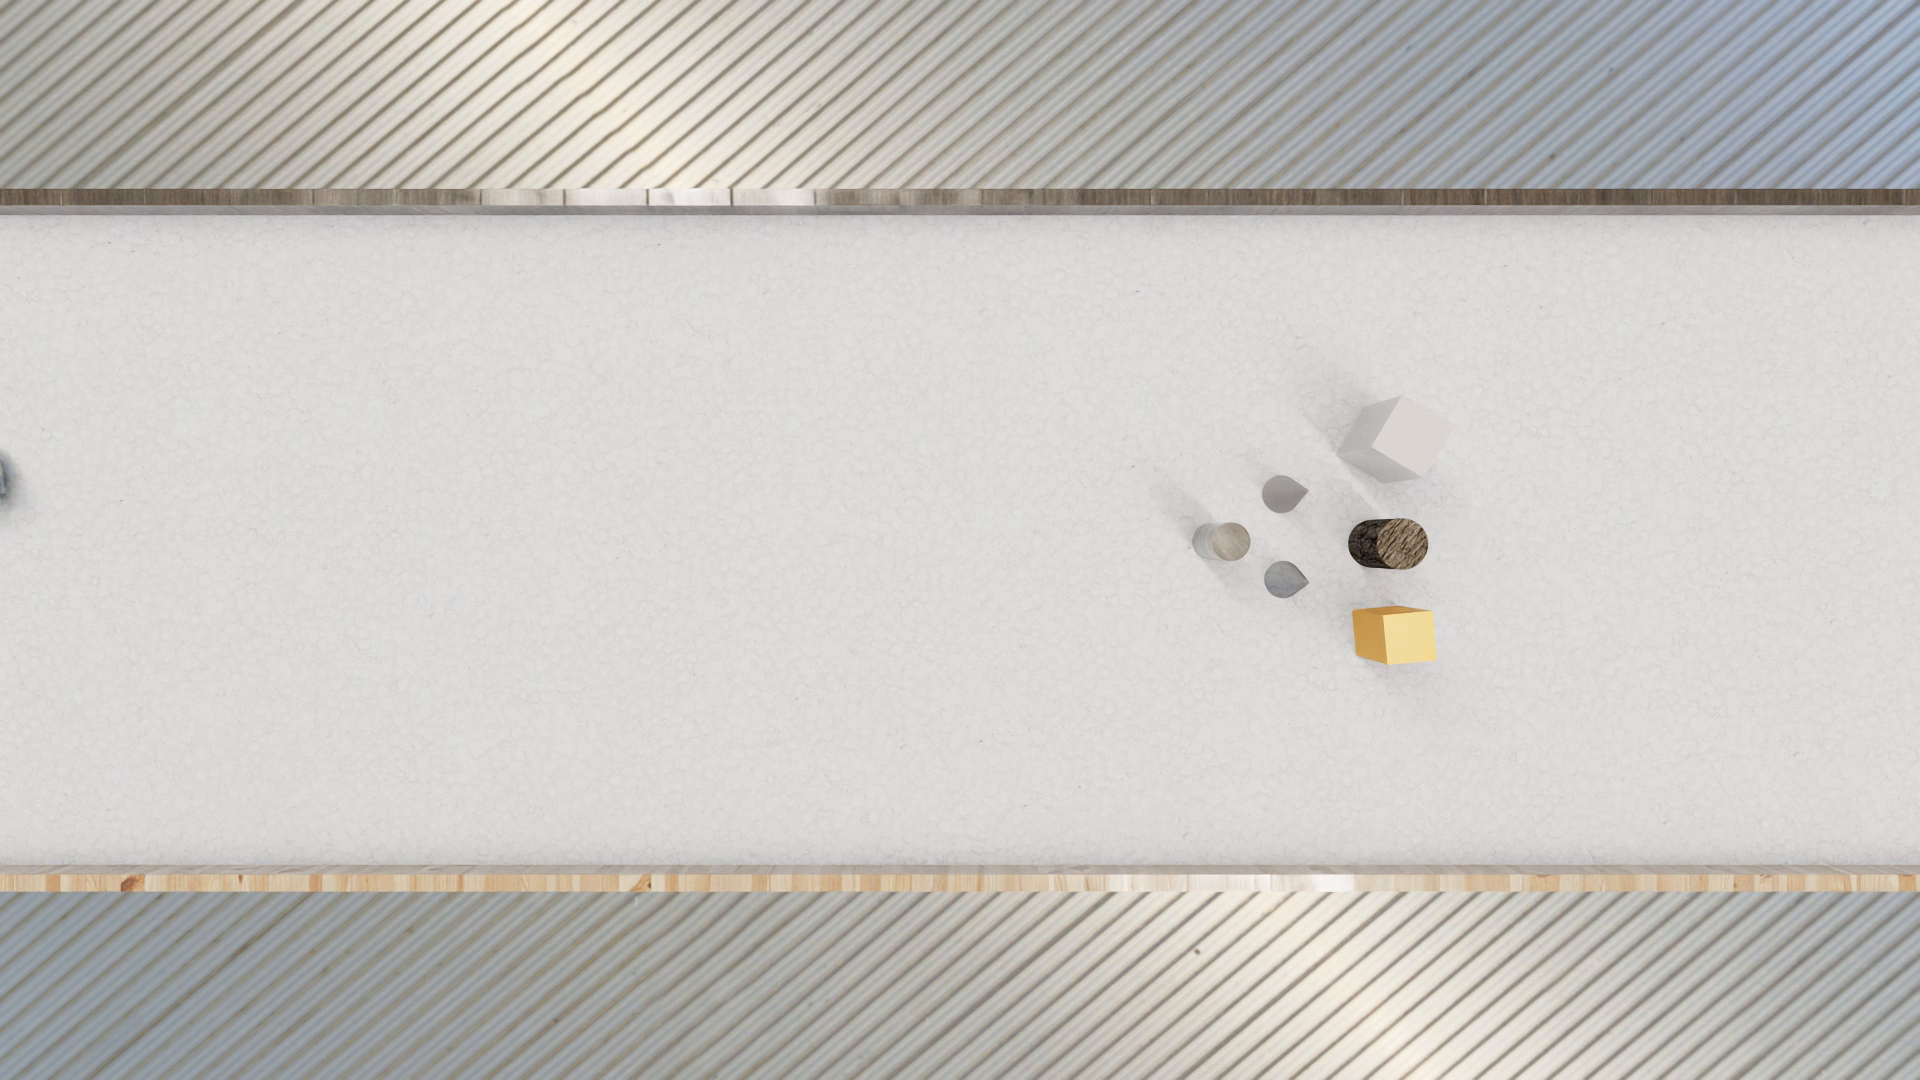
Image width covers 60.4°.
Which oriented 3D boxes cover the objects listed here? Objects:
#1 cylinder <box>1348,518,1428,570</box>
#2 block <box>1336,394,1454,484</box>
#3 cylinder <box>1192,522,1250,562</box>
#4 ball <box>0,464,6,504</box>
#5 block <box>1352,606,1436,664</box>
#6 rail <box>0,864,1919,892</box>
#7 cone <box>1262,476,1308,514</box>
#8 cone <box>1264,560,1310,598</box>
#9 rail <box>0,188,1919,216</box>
[{"bbox_3d":[1.268,0.011,4.901,0.148,0.350,0.148,0,90,0],"label":"cylinder"},{"bbox_3d":[1.274,-0.291,4.858,0.171,0.437,0.171,31,90,0],"label":"block"},{"bbox_3d":[0.770,0.005,4.882,0.111,0.389,0.111,0,90,0],"label":"cylinder"},{"bbox_3d":[-3.008,-0.172,4.949,0.256,0.256,0.256,0,90,0],"label":"ball"},{"bbox_3d":[1.283,0.279,4.890,0.141,0.374,0.141,-5,90,0],"label":"block"},{"bbox_3d":[-2.247,1.025,5.001,12.000,0.150,0.050,0,90,0],"label":"rail"},{"bbox_3d":[0.989,-0.141,4.874,0.118,0.405,0.118,0,90,0],"label":"cone"},{"bbox_3d":[0.994,0.122,4.880,0.116,0.392,0.116,0,90,0],"label":"cone"},{"bbox_3d":[-2.247,-1.025,5.002,12.000,0.150,0.050,0,90,0],"label":"rail"}]
